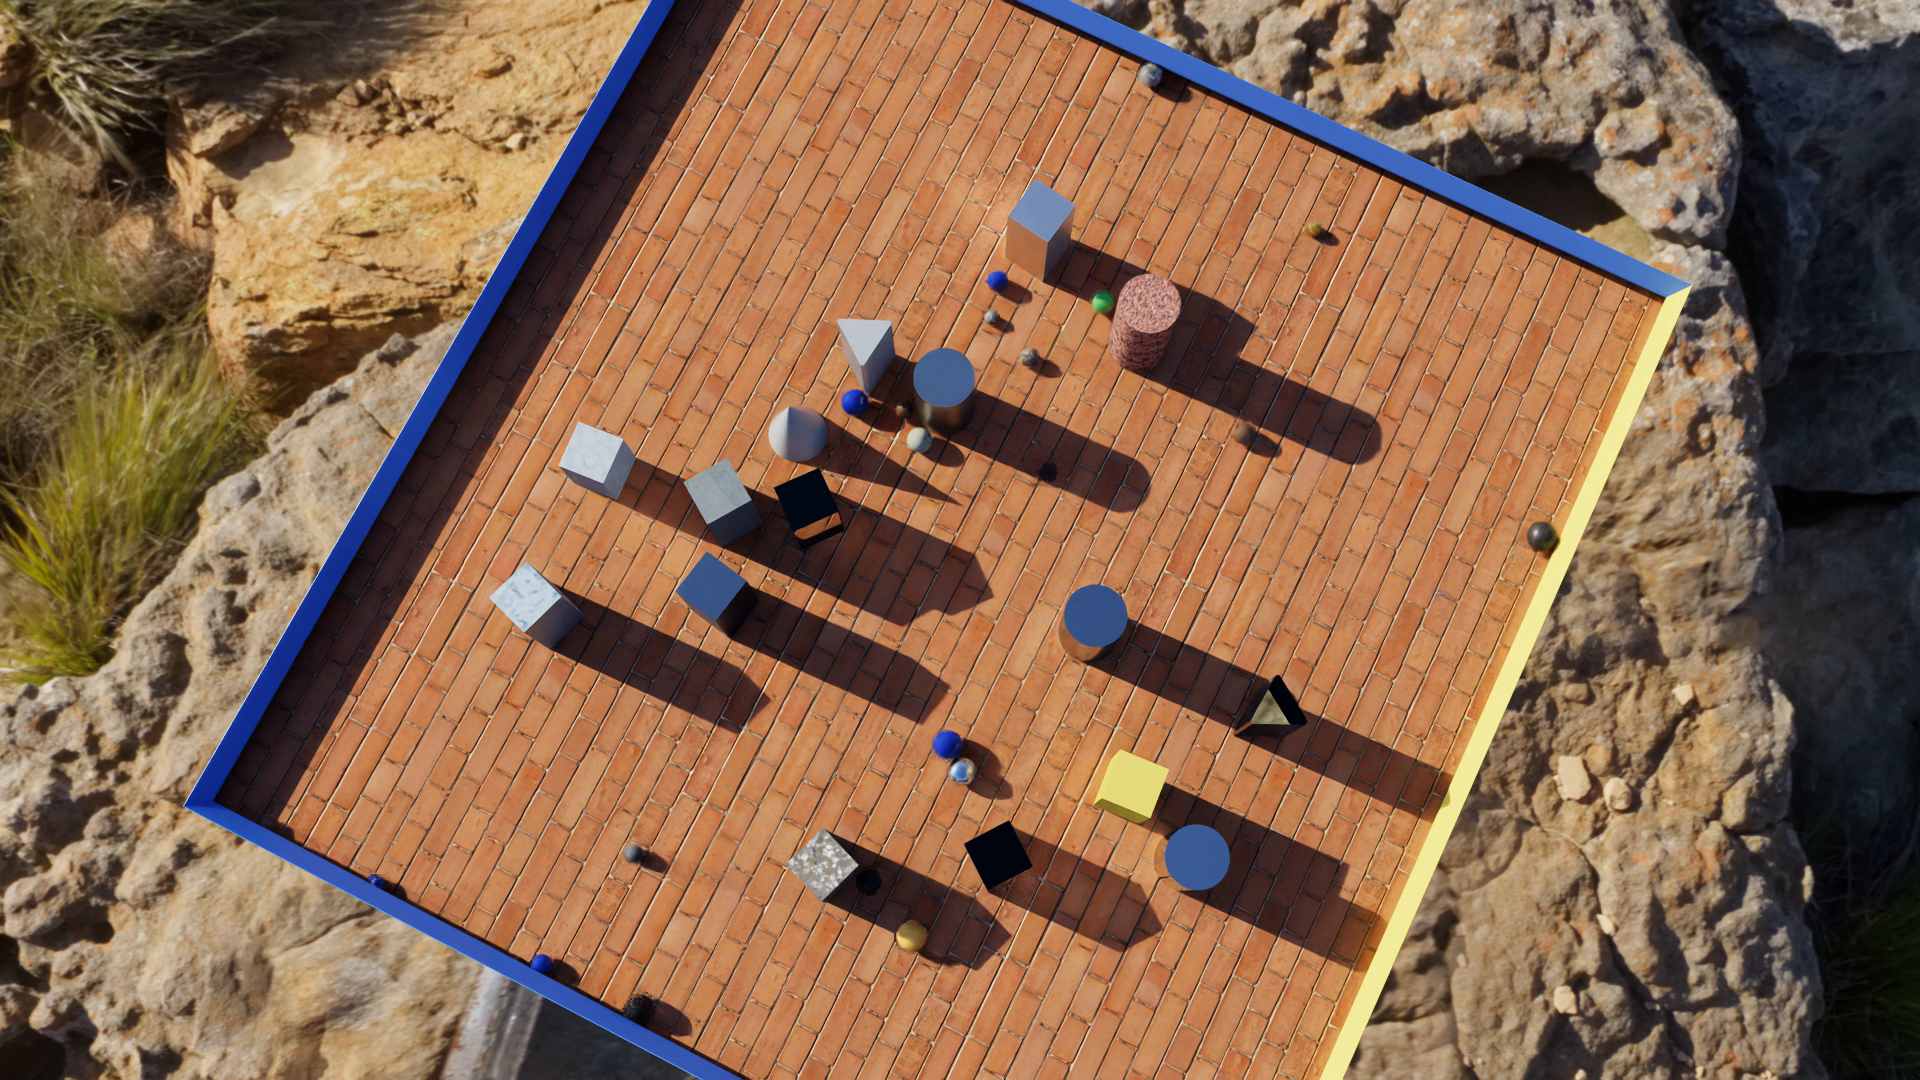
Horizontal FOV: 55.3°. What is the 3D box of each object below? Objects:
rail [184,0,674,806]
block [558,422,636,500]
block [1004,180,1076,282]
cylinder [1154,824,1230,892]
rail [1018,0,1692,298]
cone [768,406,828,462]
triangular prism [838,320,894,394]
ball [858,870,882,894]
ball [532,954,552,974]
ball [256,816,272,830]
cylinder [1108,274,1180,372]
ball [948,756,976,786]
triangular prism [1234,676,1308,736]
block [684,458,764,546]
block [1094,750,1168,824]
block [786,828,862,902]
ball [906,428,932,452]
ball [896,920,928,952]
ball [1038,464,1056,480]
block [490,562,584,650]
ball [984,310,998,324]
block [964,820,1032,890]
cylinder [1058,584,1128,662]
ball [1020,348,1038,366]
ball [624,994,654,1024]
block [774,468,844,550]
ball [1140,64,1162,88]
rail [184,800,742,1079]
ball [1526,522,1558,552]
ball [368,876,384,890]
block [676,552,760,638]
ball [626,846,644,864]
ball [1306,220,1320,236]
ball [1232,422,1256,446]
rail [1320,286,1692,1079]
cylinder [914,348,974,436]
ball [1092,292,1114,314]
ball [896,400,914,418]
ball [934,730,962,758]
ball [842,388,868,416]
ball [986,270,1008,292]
[{"bbox_3d":[-1.470,-0.714,5.702,0.045,0.118,3.451,26,80,5],"label":"rail"},{"bbox_3d":[-1.096,-0.237,5.551,0.146,0.223,0.146,21,79,4],"label":"block"},{"bbox_3d":[0.244,-0.947,5.635,0.146,0.346,0.146,35,80,7],"label":"block"},{"bbox_3d":[0.664,0.918,5.272,0.182,0.302,0.182,0,78,0],"label":"cylinder"},{"bbox_3d":[0.761,-1.484,5.862,3.334,0.118,0.045,26,80,5],"label":"rail"},{"bbox_3d":[-0.503,-0.361,5.534,0.182,0.307,0.182,0,78,0],"label":"cone"},{"bbox_3d":[-0.303,-0.583,5.573,0.137,0.321,0.158,32,80,6],"label":"triangular prism"},{"bbox_3d":[-0.263,1.001,5.374,0.069,0.069,0.069,0,78,0],"label":"ball"},{"bbox_3d":[-1.216,1.235,5.330,0.061,0.061,0.061,0,78,0],"label":"ball"},{"bbox_3d":[-2.057,0.839,5.419,0.046,0.046,0.046,0,78,0],"label":"ball"},{"bbox_3d":[0.555,-0.653,5.552,0.182,0.390,0.182,0,78,0],"label":"cylinder"},{"bbox_3d":[0.005,0.685,5.432,0.085,0.085,0.085,0,78,0],"label":"ball"},{"bbox_3d":[0.898,0.483,5.337,0.158,0.352,0.137,0,78,0],"label":"triangular prism"},{"bbox_3d":[-0.703,-0.109,5.473,0.146,0.325,0.146,-30,80,-6],"label":"block"},{"bbox_3d":[0.492,0.716,5.298,0.146,0.333,0.146,22,79,4],"label":"block"},{"bbox_3d":[-0.389,0.941,5.290,0.146,0.258,0.146,-44,82,-8],"label":"block"},{"bbox_3d":[-0.125,-0.308,5.640,0.079,0.079,0.079,0,78,0],"label":"ball"},{"bbox_3d":[-0.139,1.152,5.333,0.089,0.089,0.089,0,78,0],"label":"ball"},{"bbox_3d":[0.267,-0.208,5.632,0.053,0.053,0.053,0,78,0],"label":"ball"},{"bbox_3d":[-1.243,0.197,5.404,0.146,0.337,0.146,44,82,8],"label":"block"},{"bbox_3d":[0.097,-0.697,5.739,0.042,0.042,0.042,0,78,0],"label":"ball"},{"bbox_3d":[0.108,0.916,5.309,0.146,0.231,0.146,-27,80,-5],"label":"block"},{"bbox_3d":[0.389,0.249,5.402,0.182,0.318,0.182,0,78,0],"label":"cylinder"},{"bbox_3d":[0.215,-0.568,5.704,0.058,0.058,0.058,0,78,0],"label":"ball"},{"bbox_3d":[-0.927,1.353,5.294,0.083,0.083,0.083,0,78,0],"label":"ball"},{"bbox_3d":[-0.450,-0.091,5.497,0.146,0.270,0.146,-24,79,-5],"label":"block"},{"bbox_3d":[0.613,-1.492,5.886,0.075,0.075,0.075,0,78,0],"label":"ball"},{"bbox_3d":[-0.761,1.497,5.245,3.334,0.118,0.045,26,80,5],"label":"rail"},{"bbox_3d":[1.769,-0.009,5.572,0.091,0.091,0.091,0,78,0],"label":"ball"},{"bbox_3d":[-1.714,1.009,5.384,0.046,0.046,0.046,0,78,0],"label":"ball"},{"bbox_3d":[-0.712,0.166,5.407,0.146,0.342,0.146,36,81,7],"label":"block"},{"bbox_3d":[-0.957,0.926,5.399,0.051,0.051,0.051,0,78,0],"label":"ball"},{"bbox_3d":[1.117,-0.985,5.795,0.048,0.048,0.048,0,78,0],"label":"ball"},{"bbox_3d":[0.875,-0.327,5.649,0.069,0.069,0.069,0,78,0],"label":"ball"},{"bbox_3d":[1.470,0.726,5.405,0.045,0.118,3.451,26,80,5],"label":"rail"},{"bbox_3d":[-0.047,-0.445,5.545,0.182,0.320,0.182,0,78,0],"label":"cylinder"},{"bbox_3d":[0.448,-0.742,5.736,0.067,0.067,0.067,0,78,0],"label":"ball"},{"bbox_3d":[-0.172,-0.403,5.671,0.056,0.056,0.056,0,78,0],"label":"ball"},{"bbox_3d":[-0.034,0.607,5.447,0.086,0.086,0.086,0,78,0],"label":"ball"},{"bbox_3d":[-0.324,-0.425,5.661,0.084,0.084,0.084,0,78,0],"label":"ball"},{"bbox_3d":[0.116,-0.812,5.752,0.064,0.064,0.064,0,78,0],"label":"ball"}]
